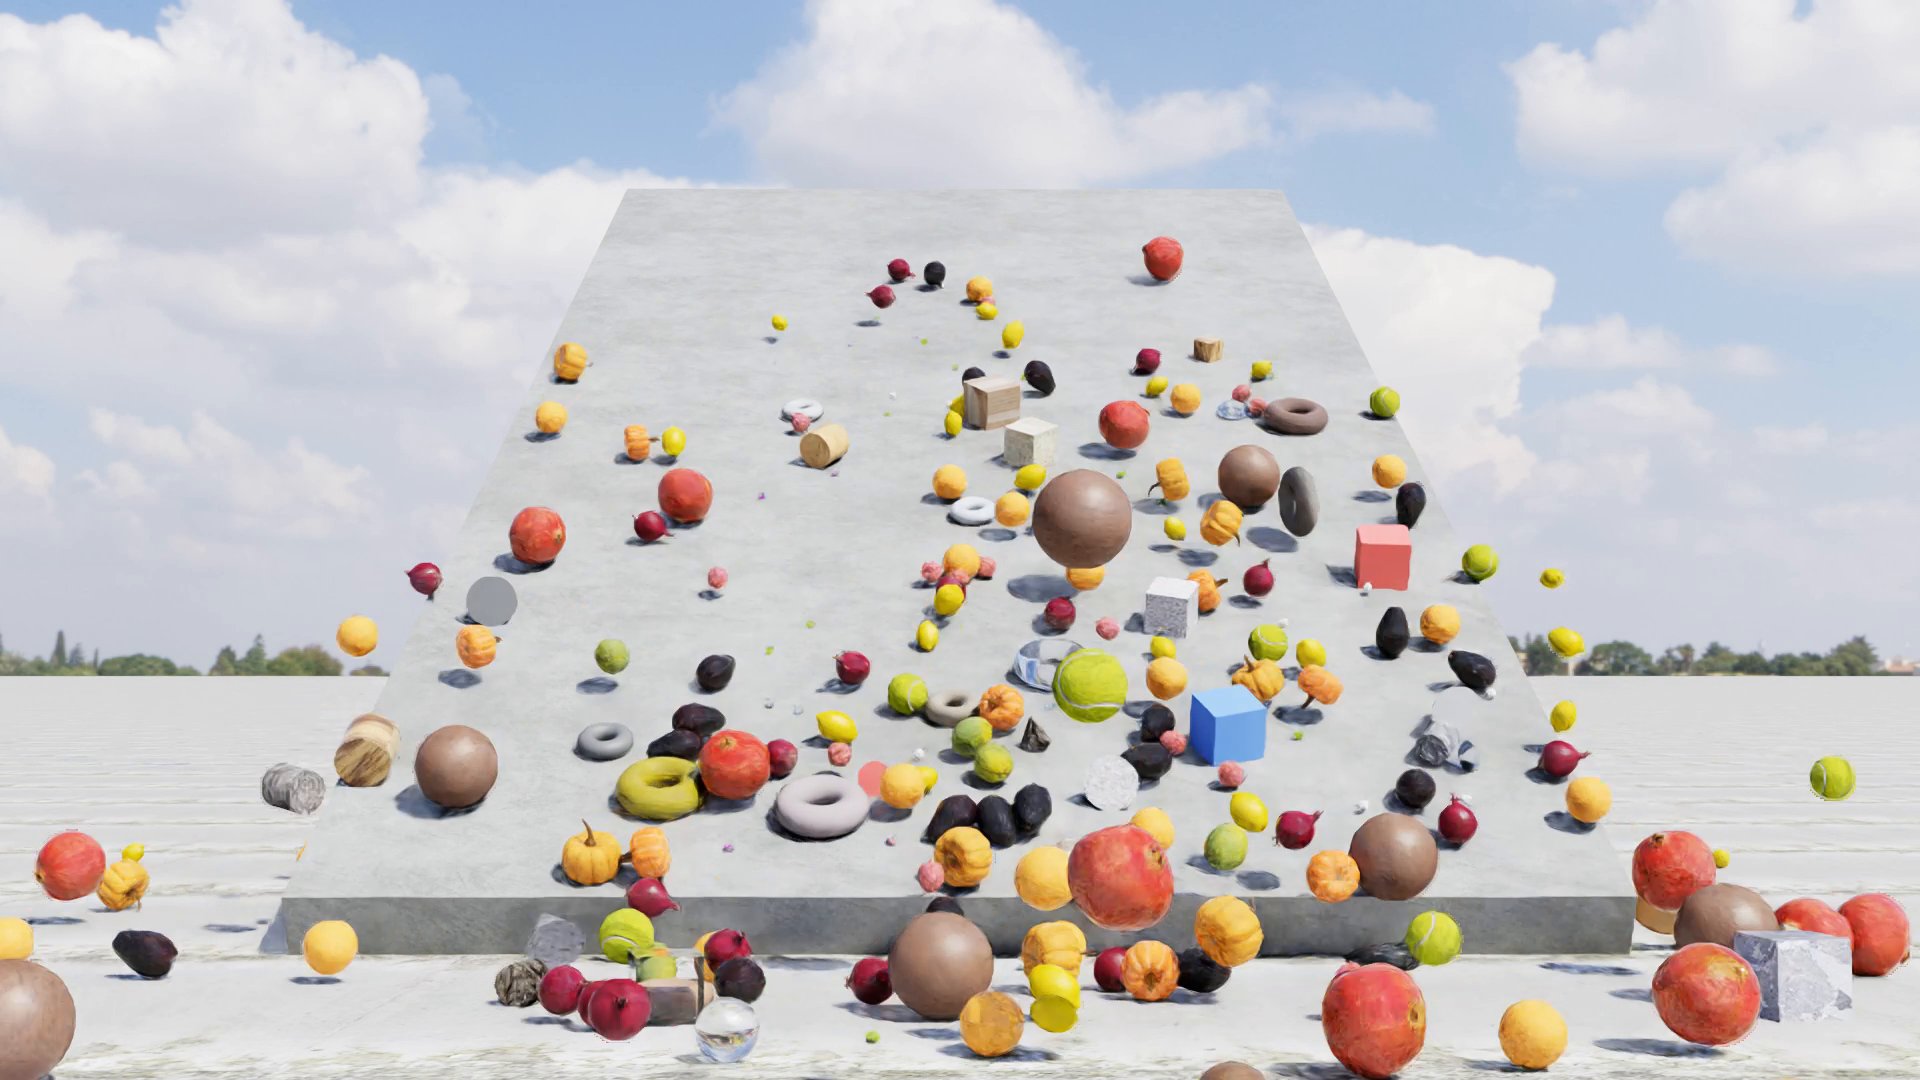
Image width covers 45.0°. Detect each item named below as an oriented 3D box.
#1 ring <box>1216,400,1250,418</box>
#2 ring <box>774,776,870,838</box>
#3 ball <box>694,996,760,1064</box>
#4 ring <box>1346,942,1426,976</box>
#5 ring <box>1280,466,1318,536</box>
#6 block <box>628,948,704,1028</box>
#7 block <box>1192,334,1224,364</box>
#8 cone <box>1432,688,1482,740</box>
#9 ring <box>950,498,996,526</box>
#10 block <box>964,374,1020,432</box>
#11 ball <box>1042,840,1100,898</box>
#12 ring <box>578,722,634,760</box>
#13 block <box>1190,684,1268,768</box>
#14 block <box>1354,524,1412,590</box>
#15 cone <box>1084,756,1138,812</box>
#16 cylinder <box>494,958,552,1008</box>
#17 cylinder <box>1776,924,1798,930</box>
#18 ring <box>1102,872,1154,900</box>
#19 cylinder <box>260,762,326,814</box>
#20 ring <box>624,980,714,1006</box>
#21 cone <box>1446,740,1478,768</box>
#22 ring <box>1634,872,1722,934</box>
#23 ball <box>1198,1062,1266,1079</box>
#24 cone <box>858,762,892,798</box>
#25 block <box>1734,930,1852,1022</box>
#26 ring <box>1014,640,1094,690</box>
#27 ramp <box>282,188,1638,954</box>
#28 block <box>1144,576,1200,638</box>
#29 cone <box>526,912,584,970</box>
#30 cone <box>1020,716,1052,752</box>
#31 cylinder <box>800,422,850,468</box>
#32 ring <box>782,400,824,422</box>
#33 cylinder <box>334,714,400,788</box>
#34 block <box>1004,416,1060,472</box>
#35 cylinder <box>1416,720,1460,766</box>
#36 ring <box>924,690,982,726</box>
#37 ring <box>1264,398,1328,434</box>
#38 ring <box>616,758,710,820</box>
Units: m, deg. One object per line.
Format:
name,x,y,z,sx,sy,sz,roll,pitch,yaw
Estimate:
ring,0.622,-0.296,5.278,0.076,0.025,0.076,3,23,-1
ring,-0.215,0.414,3.616,0.150,0.050,0.150,1,23,0
ball,-0.252,0.530,2.510,0.070,0.070,0.070,0,-3,0
ring,0.590,0.582,3.220,0.111,0.037,0.111,-9,-7,-1
ring,0.669,-0.076,4.587,0.046,0.139,0.139,-5,-2,-12
block,-0.356,0.541,2.808,0.082,0.082,0.082,1,-3,-14
block,0.602,-0.464,5.630,0.051,0.051,0.051,21,31,39
cone,0.816,0.284,3.905,0.092,0.092,0.092,1,7,-16
ring,0.028,-0.059,4.723,0.094,0.031,0.094,1,27,0
block,0.072,-0.310,5.225,0.091,0.091,0.091,-15,28,-31
ball,0.161,0.478,3.374,0.085,0.085,0.085,0,-3,0
ring,-0.584,0.331,3.827,0.094,0.031,0.094,0,25,0
block,0.440,0.305,3.815,0.092,0.092,0.092,-8,25,-18
block,0.809,0.032,4.441,0.094,0.094,0.094,2,24,3
cone,0.241,0.385,3.696,0.088,0.088,0.088,0,-3,5
cylinder,-0.554,0.562,2.945,0.054,0.054,0.054,-1,-3,14
cylinder,1.082,0.535,2.992,0.063,0.063,0.063,20,-1,8
ring,0.247,0.508,3.410,0.080,0.027,0.080,-12,3,1
cylinder,-1.055,0.393,3.669,0.070,0.070,0.070,9,3,36
ring,-0.364,0.569,2.903,0.111,0.037,0.111,0,-2,0
cone,0.810,0.356,3.783,0.050,0.050,0.050,3,-23,-45
ring,1.085,0.551,3.517,0.134,0.045,0.134,4,-43,4
ball,0.244,0.503,2.069,0.075,0.075,0.075,0,-3,0
cone,-0.130,0.382,3.718,0.058,0.058,0.058,-1,-4,11
block,1.024,0.535,2.852,0.098,0.098,0.098,1,-3,-12
ring,0.165,0.218,4.071,0.143,0.048,0.143,1,25,0
ramp,-0.008,-0.227,5.273,2.000,0.100,4.000,0,24,0
block,0.388,0.123,4.248,0.080,0.080,0.080,8,25,18
cone,-0.581,0.549,3.279,0.083,0.083,0.083,2,25,-26
cone,0.120,0.312,3.833,0.053,0.053,0.053,-10,23,4
cylinder,-0.291,-0.205,4.997,0.079,0.079,0.079,-2,19,33
ring,-0.356,-0.293,5.259,0.094,0.031,0.094,-1,24,1
cylinder,-0.954,0.338,3.736,0.088,0.088,0.088,0,24,-1
block,0.154,-0.206,4.997,0.084,0.084,0.084,19,30,37
cylinder,0.781,0.331,3.793,0.055,0.055,0.055,-2,21,34
ring,-0.012,0.284,3.936,0.097,0.032,0.097,0,25,0
ring,0.755,-0.278,5.208,0.143,0.048,0.143,3,26,-1
ring,-0.470,0.392,3.667,0.148,0.049,0.148,1,24,0
